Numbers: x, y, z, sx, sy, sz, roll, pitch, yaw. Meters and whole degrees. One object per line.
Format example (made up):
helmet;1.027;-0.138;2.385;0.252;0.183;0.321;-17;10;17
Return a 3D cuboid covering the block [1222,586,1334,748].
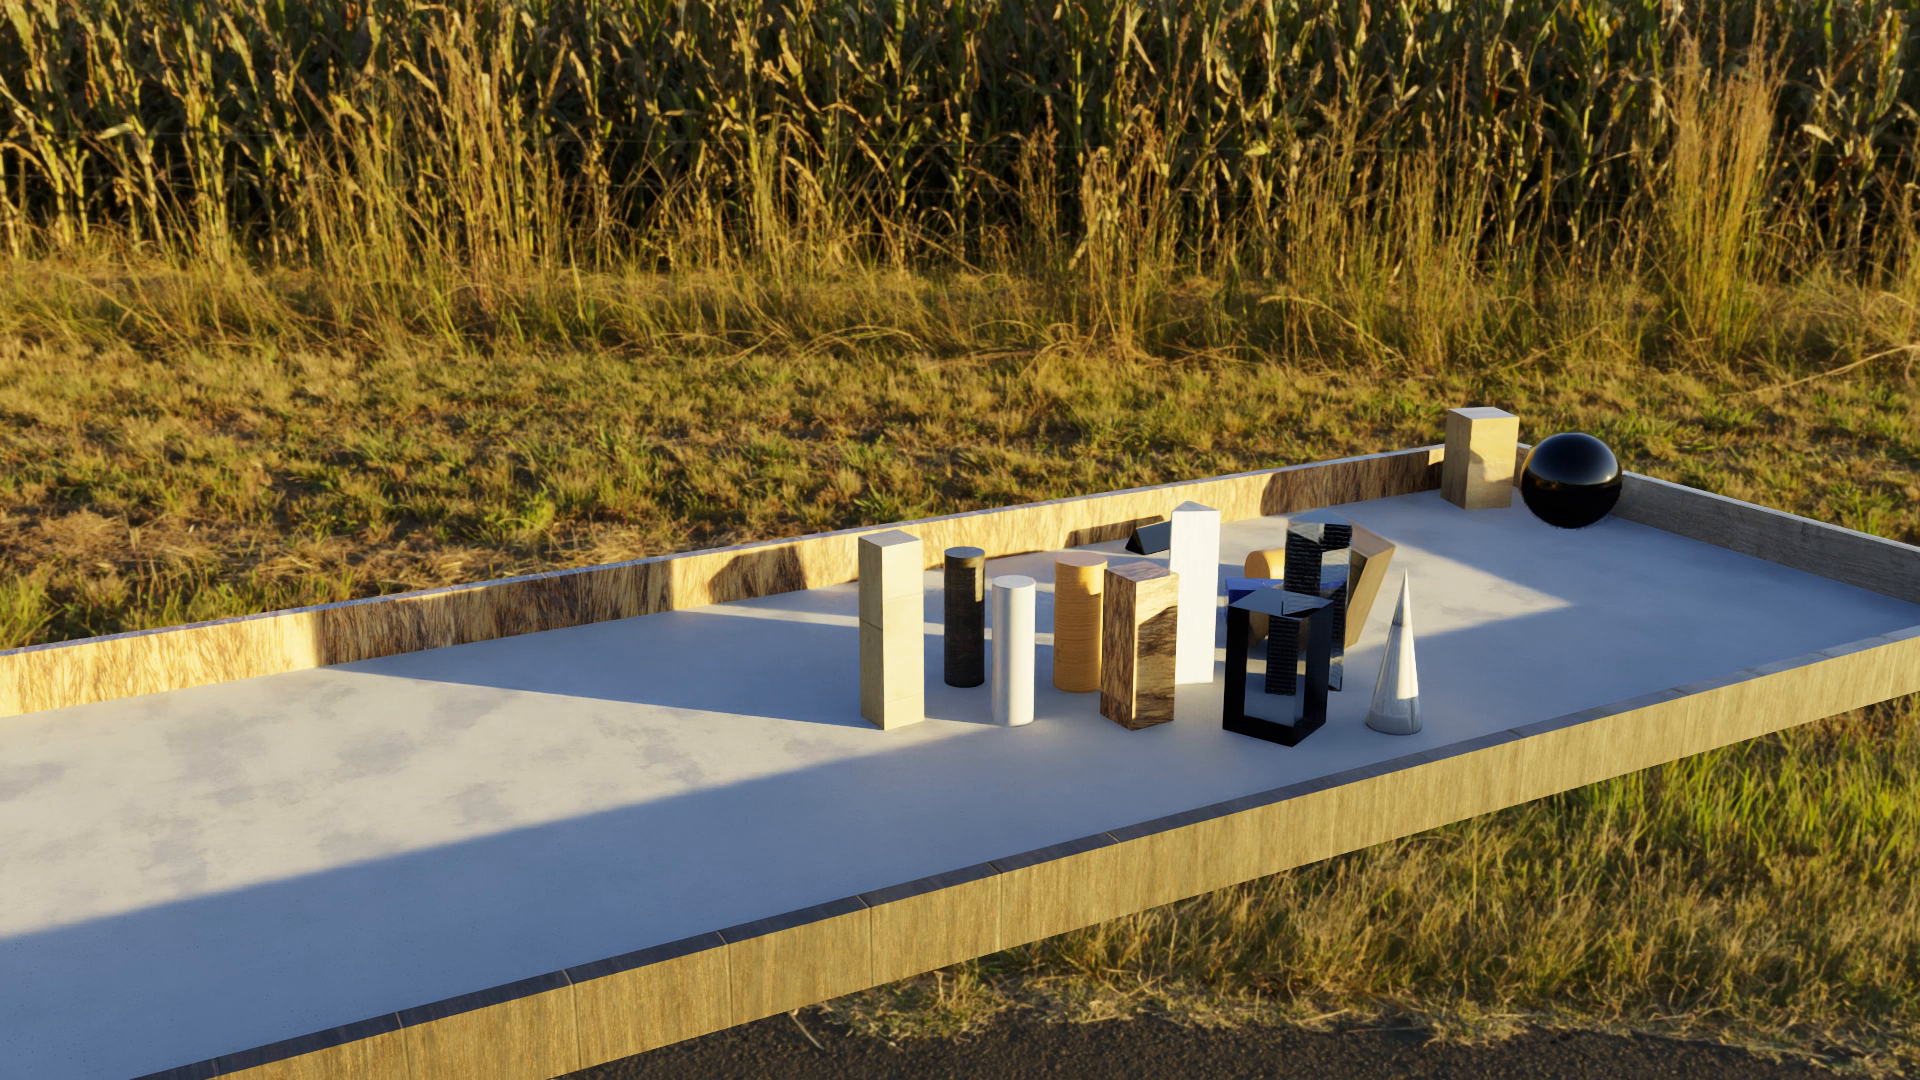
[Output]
block;0.737;0.291;3.826;0.178;0.305;0.178;12;20;35

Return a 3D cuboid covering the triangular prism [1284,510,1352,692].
triangular prism;0.887;0.145;4.104;0.155;0.427;0.134;5;17;16

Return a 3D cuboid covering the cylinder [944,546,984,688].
cylinder;0.011;0.192;4.104;0.102;0.338;0.102;0;16;0

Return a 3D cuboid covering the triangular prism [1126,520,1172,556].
triangular prism;0.672;-0.026;5.298;0.302;0.078;0.090;-13;21;-37

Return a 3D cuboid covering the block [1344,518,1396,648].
block;0.993;0.125;4.333;0.152;0.304;0.152;33;33;31

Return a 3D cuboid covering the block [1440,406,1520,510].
block;1.815;-0.287;5.765;0.175;0.320;0.175;-3;17;-12

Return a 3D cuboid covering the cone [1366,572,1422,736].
cone;1.019;0.248;3.821;0.127;0.389;0.127;0;16;0

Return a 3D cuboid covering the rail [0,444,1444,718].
rail;-3.305;0.497;3.399;12.000;0.150;0.050;-9;18;-27

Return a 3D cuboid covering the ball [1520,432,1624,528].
ball;2.023;-0.199;5.462;0.321;0.321;0.321;0;16;0

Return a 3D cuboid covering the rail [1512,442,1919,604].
rail;2.466;-0.048;5.253;0.050;0.150;2.100;-9;18;-27

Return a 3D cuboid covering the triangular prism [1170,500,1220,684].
triangular prism;0.570;0.130;4.119;0.120;0.447;0.104;-1;16;-4

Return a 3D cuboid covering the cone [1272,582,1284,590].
cone;0.960;0.116;4.486;0.443;0.127;0.127;-29;27;-21

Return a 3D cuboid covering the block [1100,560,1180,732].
block;0.420;0.247;3.870;0.124;0.364;0.124;-10;19;-31

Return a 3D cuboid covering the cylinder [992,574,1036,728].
cylinder;0.124;0.260;3.864;0.101;0.342;0.101;0;16;0

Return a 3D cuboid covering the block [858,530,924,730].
block;-0.161;0.209;3.853;0.109;0.445;0.109;-11;20;-33

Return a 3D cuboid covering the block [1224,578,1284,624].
block;0.896;0.174;4.578;0.311;0.105;0.105;1;16;3

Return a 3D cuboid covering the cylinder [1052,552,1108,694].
cylinder;0.296;0.203;4.082;0.127;0.327;0.127;0;16;0

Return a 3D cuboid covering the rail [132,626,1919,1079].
rail;-2.336;1.006;1.665;12.000;0.150;0.050;-9;18;-27

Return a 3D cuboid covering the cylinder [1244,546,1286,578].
cylinder;1.036;0.076;4.857;0.382;0.134;0.134;-7;18;-23
